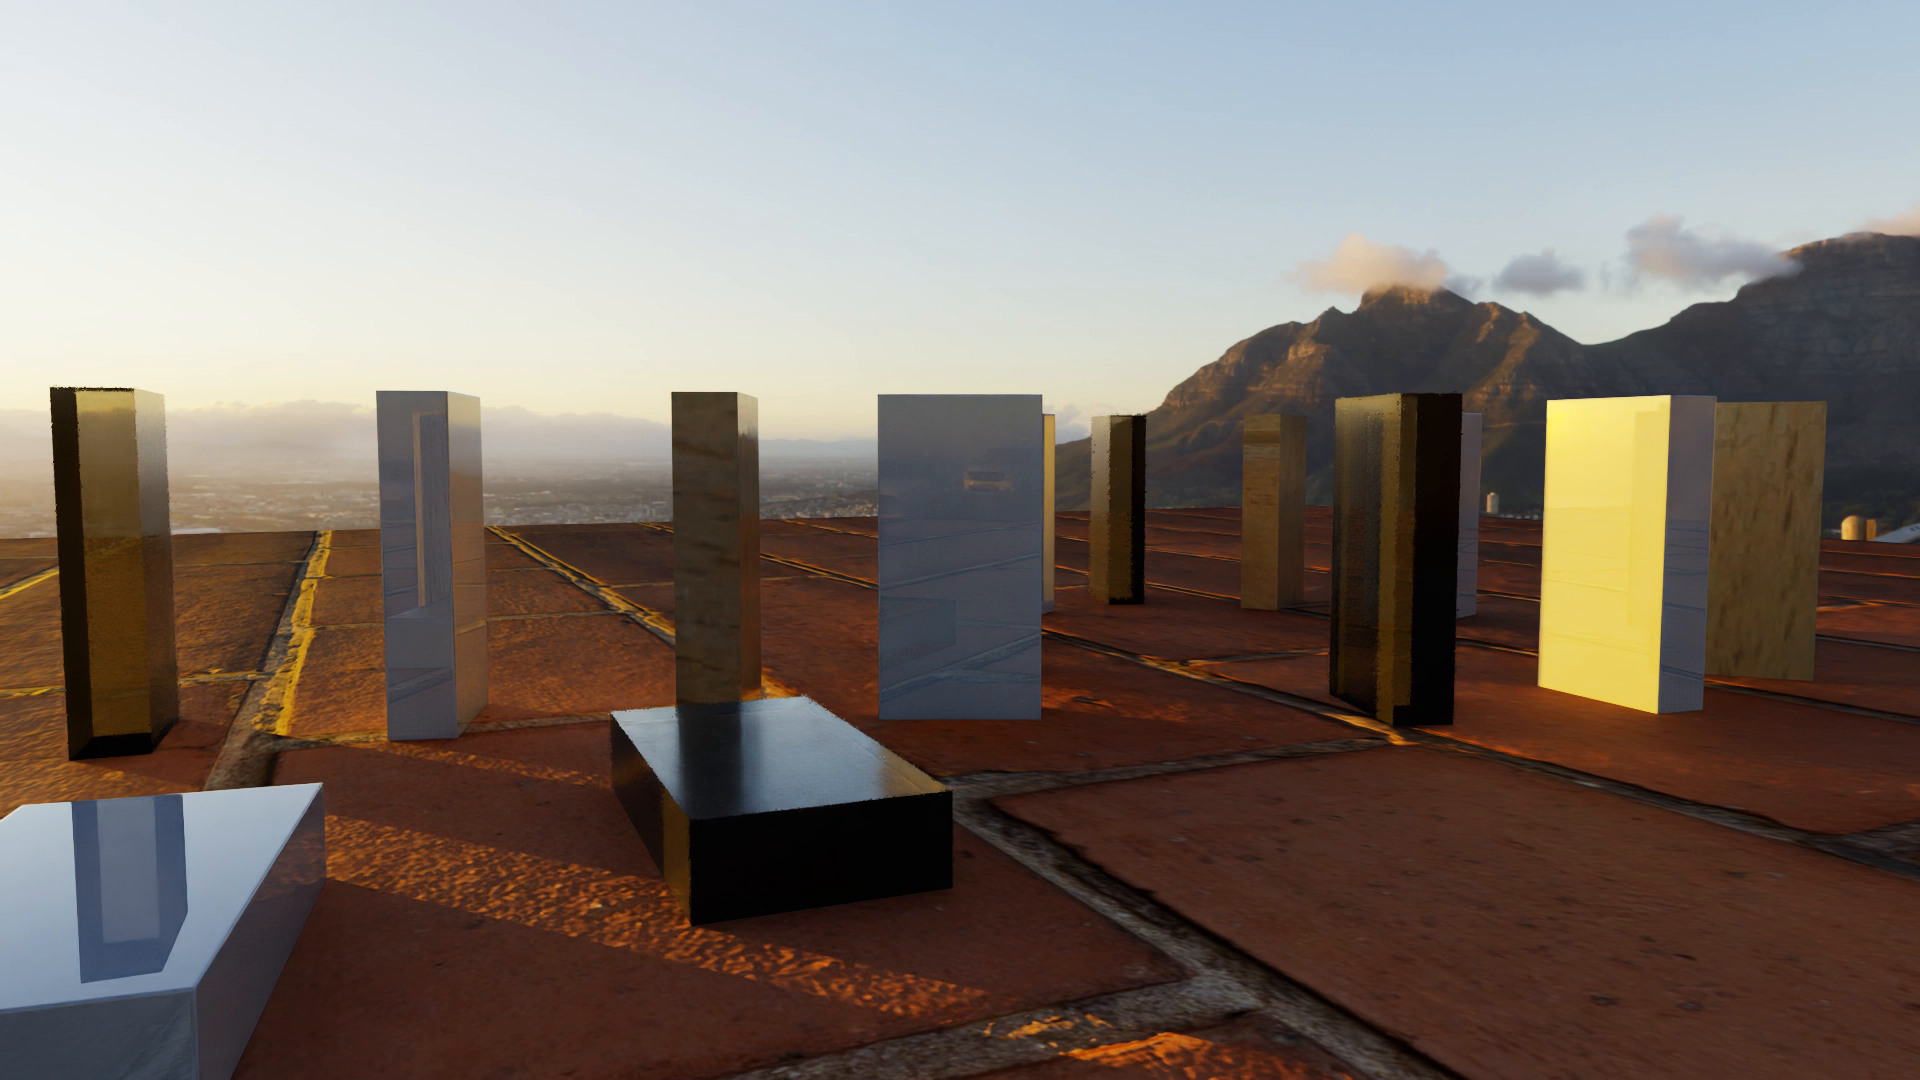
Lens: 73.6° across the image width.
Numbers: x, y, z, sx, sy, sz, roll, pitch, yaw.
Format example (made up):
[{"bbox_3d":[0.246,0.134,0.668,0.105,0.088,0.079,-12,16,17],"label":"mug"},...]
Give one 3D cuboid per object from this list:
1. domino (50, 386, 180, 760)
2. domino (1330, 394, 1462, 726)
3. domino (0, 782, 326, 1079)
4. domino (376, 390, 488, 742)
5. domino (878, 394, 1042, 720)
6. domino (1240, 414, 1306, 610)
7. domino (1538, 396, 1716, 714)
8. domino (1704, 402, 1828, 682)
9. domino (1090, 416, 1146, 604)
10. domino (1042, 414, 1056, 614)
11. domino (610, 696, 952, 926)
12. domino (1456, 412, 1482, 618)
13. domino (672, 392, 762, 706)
[{"bbox_3d":[-0.121,0.004,0.184,0.009,0.050,0.025,-2,5,-24],"label":"domino"},{"bbox_3d":[0.069,0.002,0.205,0.010,0.050,0.025,0,4,-6],"label":"domino"},{"bbox_3d":[-0.066,0.030,0.098,0.025,0.009,0.050,-1,5,-18],"label":"domino"},{"bbox_3d":[-0.080,0.003,0.195,0.010,0.050,0.025,-1,4,-10],"label":"domino"},{"bbox_3d":[0.000,0.002,0.201,0.025,0.050,0.010,0,4,0],"label":"domino"},{"bbox_3d":[0.083,-0.008,0.340,0.009,0.050,0.025,2,5,30],"label":"domino"},{"bbox_3d":[0.110,0.002,0.214,0.010,0.050,0.025,-2,5,-19],"label":"domino"},{"bbox_3d":[0.144,0.000,0.238,0.025,0.050,0.010,2,5,24],"label":"domino"},{"bbox_3d":[0.043,-0.009,0.351,0.010,0.050,0.025,0,4,-5],"label":"domino"},{"bbox_3d":[0.011,-0.007,0.327,0.025,0.050,0.010,2,5,24],"label":"domino"},{"bbox_3d":[-0.022,0.027,0.141,0.025,0.009,0.050,-2,5,-23],"label":"domino"},{"bbox_3d":[0.117,-0.006,0.313,0.025,0.050,0.009,-4,6,-43],"label":"domino"},{"bbox_3d":[-0.037,0.003,0.199,0.010,0.050,0.025,0,4,-2],"label":"domino"}]
